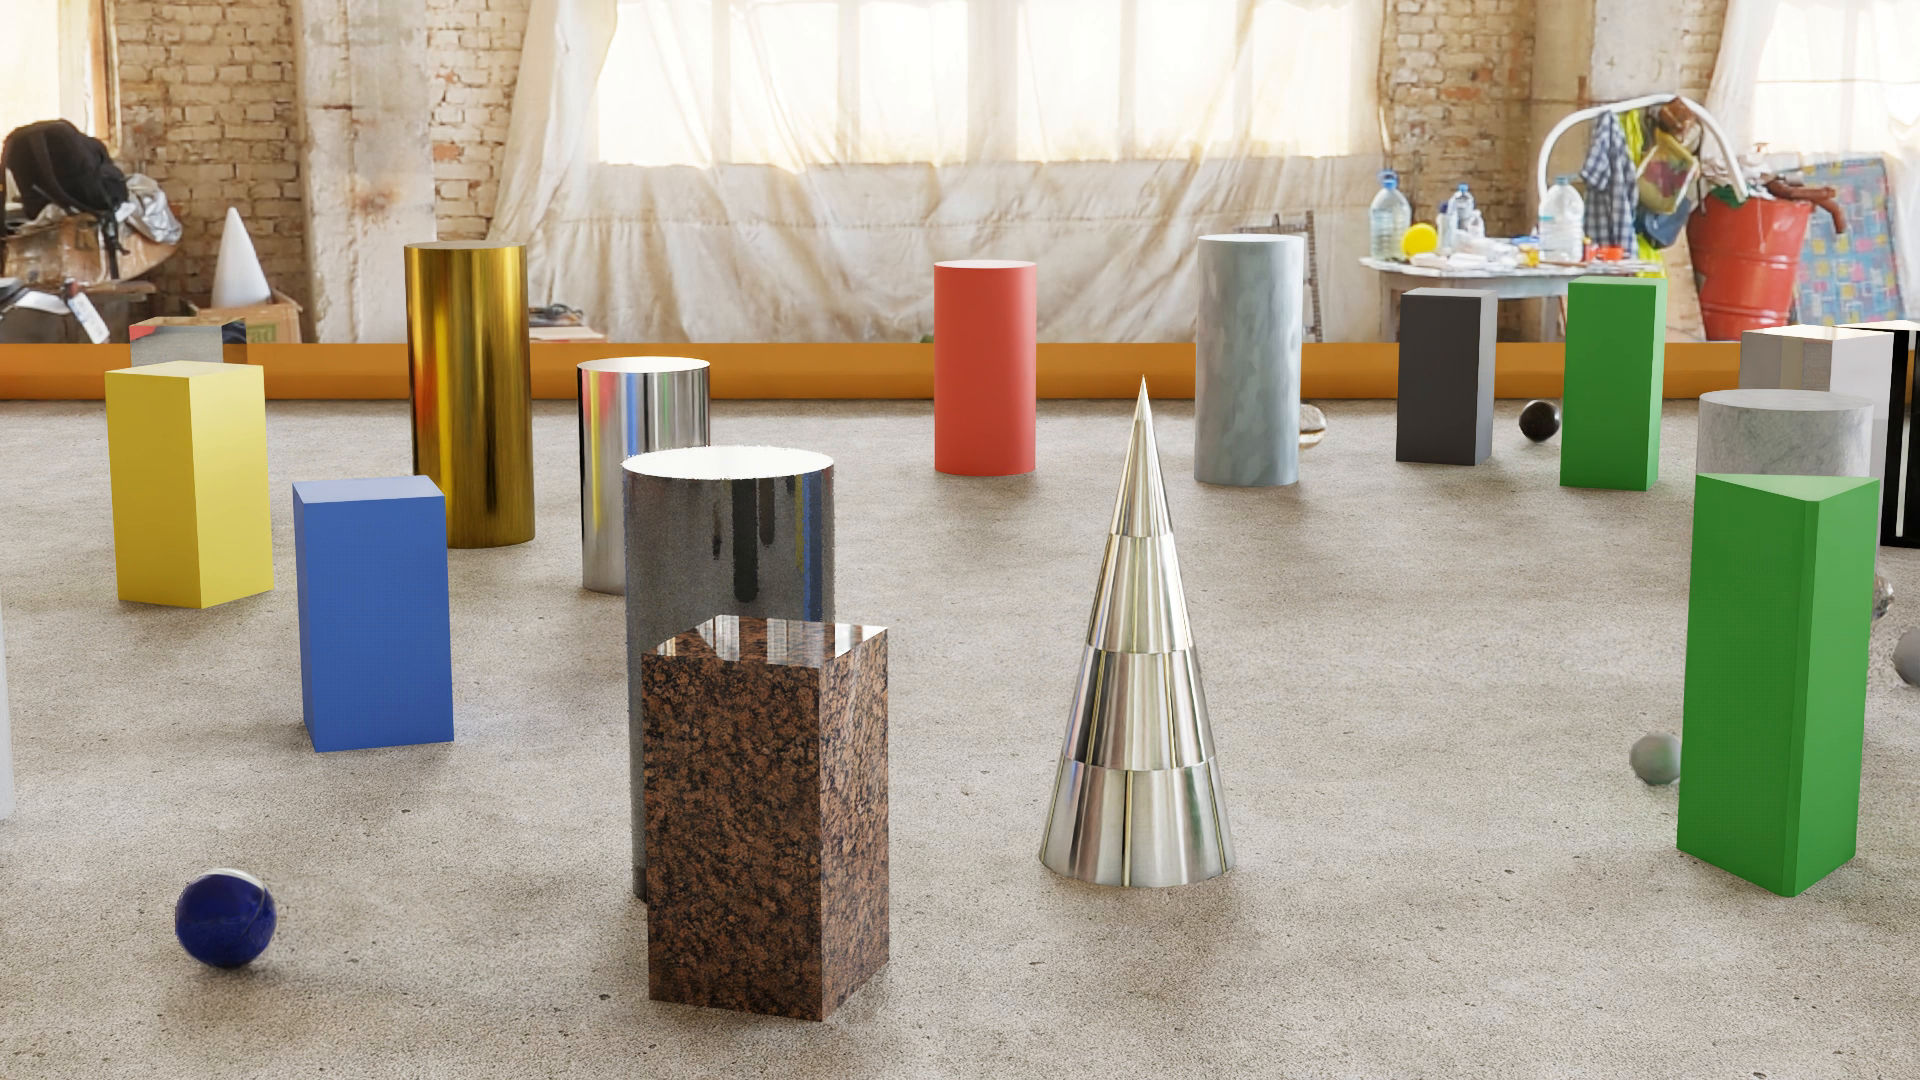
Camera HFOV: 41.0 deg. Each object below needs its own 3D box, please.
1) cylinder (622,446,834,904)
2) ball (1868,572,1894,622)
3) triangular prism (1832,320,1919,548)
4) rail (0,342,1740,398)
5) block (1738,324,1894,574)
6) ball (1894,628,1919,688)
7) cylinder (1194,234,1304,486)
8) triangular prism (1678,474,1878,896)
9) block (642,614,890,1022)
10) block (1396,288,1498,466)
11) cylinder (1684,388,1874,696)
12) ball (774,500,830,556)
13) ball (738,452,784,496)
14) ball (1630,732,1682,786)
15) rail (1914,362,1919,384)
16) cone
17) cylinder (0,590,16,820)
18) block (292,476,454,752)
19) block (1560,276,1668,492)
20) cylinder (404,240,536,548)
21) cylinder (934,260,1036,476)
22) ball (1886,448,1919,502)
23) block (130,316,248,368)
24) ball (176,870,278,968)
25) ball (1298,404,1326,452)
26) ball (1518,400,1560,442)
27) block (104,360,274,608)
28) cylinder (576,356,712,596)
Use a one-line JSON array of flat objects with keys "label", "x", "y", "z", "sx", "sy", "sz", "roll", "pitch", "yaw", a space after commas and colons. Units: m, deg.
[{"label": "cylinder", "x": -0.201, "y": 0.120, "z": 2.262, "sx": 0.183, "sy": 0.382, "sz": 0.183, "roll": 0, "pitch": 11, "yaw": 0}, {"label": "ball", "x": 1.191, "y": 0.075, "z": 3.364, "sx": 0.065, "sy": 0.065, "sz": 0.065, "roll": 0, "pitch": 11, "yaw": 0}, {"label": "triangular prism", "x": 1.423, "y": -0.166, "z": 3.932, "sx": 0.158, "sy": 0.330, "sz": 0.137, "roll": 6, "pitch": 12, "yaw": 29}, {"label": "rail", "x": -0.012, "y": -0.364, "z": 5.557, "sx": 4.240, "sy": 0.119, "sz": 0.045, "roll": 0, "pitch": 11, "yaw": 0}, {"label": "block", "x": 1.204, "y": -0.120, "z": 3.635, "sx": 0.146, "sy": 0.349, "sz": 0.146, "roll": -8, "pitch": 13, "yaw": -37}, {"label": "ball", "x": 1.131, "y": 0.139, "z": 3.005, "sx": 0.073, "sy": 0.073, "sz": 0.073, "roll": 0, "pitch": 11, "yaw": 0}, {"label": "cylinder", "x": 0.504, "y": -0.316, "z": 4.481, "sx": 0.183, "sy": 0.422, "sz": 0.183, "roll": 0, "pitch": 11, "yaw": 0}, {"label": "triangular prism", "x": 0.726, "y": 0.121, "z": 2.331, "sx": 0.137, "sy": 0.354, "sz": 0.158, "roll": 8, "pitch": 13, "yaw": 38}, {"label": "block", "x": -0.151, "y": 0.215, "z": 2.033, "sx": 0.146, "sy": 0.279, "sz": 0.146, "roll": 4, "pitch": 11, "yaw": 19}, {"label": "block", "x": 0.897, "y": -0.303, "z": 4.724, "sx": 0.146, "sy": 0.307, "sz": 0.146, "roll": 5, "pitch": 12, "yaw": 23}, {"label": "cylinder", "x": 0.907, "y": 0.022, "z": 2.851, "sx": 0.183, "sy": 0.359, "sz": 0.183, "roll": 0, "pitch": 11, "yaw": 0}, {"label": "ball", "x": -0.235, "y": -0.018, "z": 3.815, "sx": 0.083, "sy": 0.083, "sz": 0.083, "roll": 0, "pitch": 11, "yaw": 0}, {"label": "ball", "x": -0.336, "y": -0.111, "z": 4.328, "sx": 0.076, "sy": 0.076, "sz": 0.076, "roll": 0, "pitch": 11, "yaw": 0}, {"label": "ball", "x": 0.710, "y": 0.222, "z": 2.607, "sx": 0.054, "sy": 0.054, "sz": 0.054, "roll": 0, "pitch": 11, "yaw": 0}, {"label": "rail", "x": 2.096, "y": 0.028, "z": 3.462, "sx": 0.045, "sy": 0.119, "sz": 4.335, "roll": 0, "pitch": 11, "yaw": 0}, {"label": "cone", "x": 0.164, "y": 0.073, "z": 2.336, "sx": 0.183, "sy": 0.448, "sz": 0.183, "roll": 0, "pitch": 11, "yaw": 0}, {"label": "cylinder", "x": -1.020, "y": 0.106, "z": 2.477, "sx": 0.183, "sy": 0.330, "sz": 0.183, "roll": 0, "pitch": 11, "yaw": 0}, {"label": "block", "x": -0.641, "y": 0.077, "z": 2.798, "sx": 0.146, "sy": 0.269, "sz": 0.146, "roll": -4, "pitch": 11, "yaw": -19}, {"label": "block", "x": 1.133, "y": -0.274, "z": 4.447, "sx": 0.146, "sy": 0.352, "sz": 0.146, "roll": 4, "pitch": 11, "yaw": 22}, {"label": "cylinder", "x": -0.747, "y": -0.225, "z": 3.918, "sx": 0.183, "sy": 0.450, "sz": 0.183, "roll": 0, "pitch": 11, "yaw": 0}, {"label": "cylinder", "x": 0.045, "y": -0.311, "z": 4.601, "sx": 0.183, "sy": 0.368, "sz": 0.183, "roll": 0, "pitch": 11, "yaw": 0}, {"label": "ball", "x": 1.591, "y": -0.108, "z": 4.268, "sx": 0.092, "sy": 0.092, "sz": 0.092, "roll": 0, "pitch": 11, "yaw": 0}, {"label": "block", "x": -1.251, "y": -0.203, "z": 4.186, "sx": 0.146, "sy": 0.309, "sz": 0.146, "roll": 0, "pitch": 11, "yaw": -1}, {"label": "ball", "x": -0.596, "y": 0.307, "z": 2.085, "sx": 0.080, "sy": 0.080, "sz": 0.080, "roll": 0, "pitch": 11, "yaw": 0}, {"label": "ball", "x": 0.644, "y": -0.212, "z": 4.830, "sx": 0.090, "sy": 0.090, "sz": 0.090, "roll": 0, "pitch": 11, "yaw": 0}, {"label": "ball", "x": 1.119, "y": -0.230, "z": 4.954, "sx": 0.078, "sy": 0.078, "sz": 0.078, "roll": 0, "pitch": 11, "yaw": 0}, {"label": "block", "x": -1.054, "y": -0.079, "z": 3.514, "sx": 0.146, "sy": 0.313, "sz": 0.146, "roll": 5, "pitch": 12, "yaw": 25}, {"label": "cylinder", "x": -0.439, "y": -0.091, "z": 3.588, "sx": 0.183, "sy": 0.310, "sz": 0.183, "roll": 0, "pitch": 11, "yaw": 0}]
